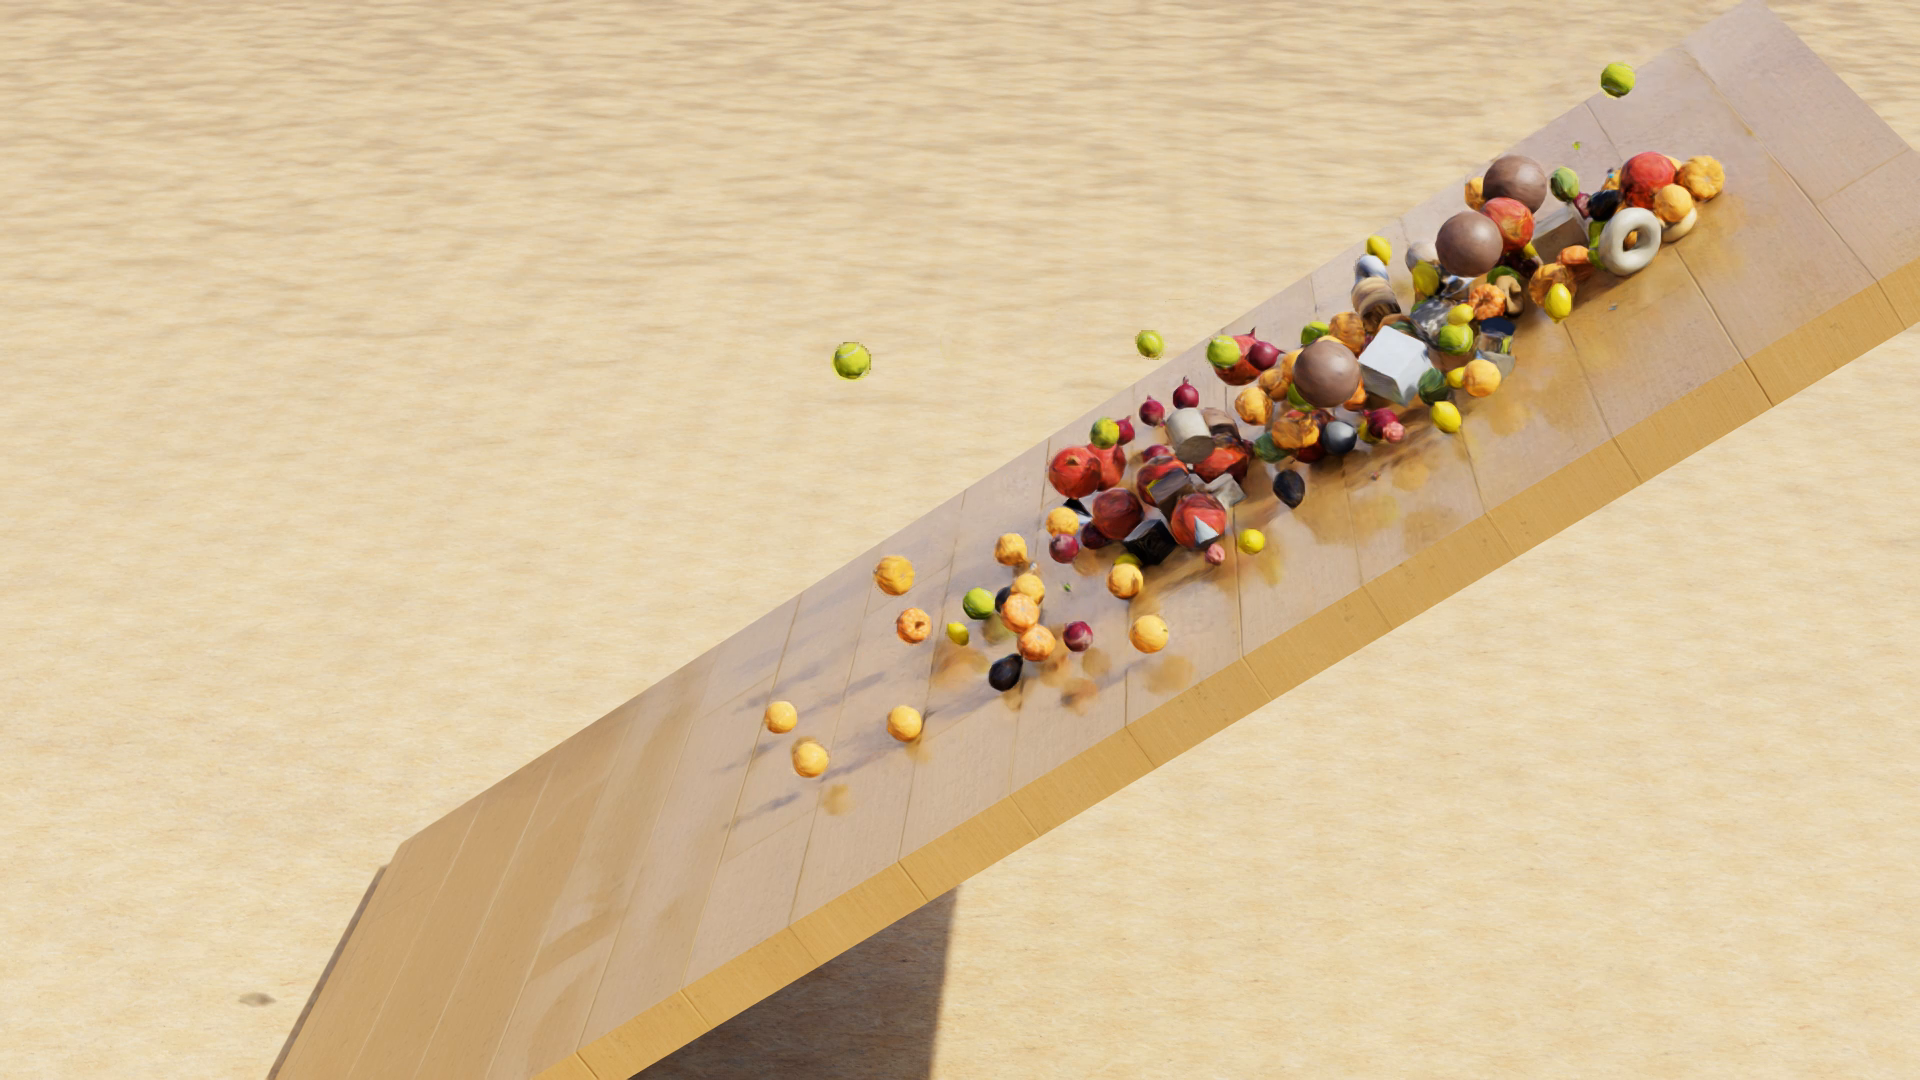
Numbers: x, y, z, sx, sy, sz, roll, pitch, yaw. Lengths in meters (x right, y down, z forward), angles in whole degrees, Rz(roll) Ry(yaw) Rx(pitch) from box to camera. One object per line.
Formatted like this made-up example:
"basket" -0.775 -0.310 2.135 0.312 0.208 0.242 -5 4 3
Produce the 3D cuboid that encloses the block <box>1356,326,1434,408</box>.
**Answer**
"block" 0.851 -0.340 5.754 0.096 0.096 0.096 29 72 34

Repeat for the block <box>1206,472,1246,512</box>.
"block" 0.538 -0.098 5.951 0.052 0.052 0.052 -36 15 1

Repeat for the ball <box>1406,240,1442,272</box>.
"ball" 1.011 -0.614 6.414 0.081 0.081 0.081 0 21 0

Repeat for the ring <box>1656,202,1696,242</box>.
"ring" 1.379 -0.613 5.682 0.095 0.032 0.095 -33 30 22

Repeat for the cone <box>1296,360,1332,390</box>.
"cone" 0.760 -0.345 6.222 0.067 0.067 0.067 12 24 43

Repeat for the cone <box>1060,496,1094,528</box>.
"cone" 0.270 -0.051 6.431 0.072 0.072 0.072 18 27 38

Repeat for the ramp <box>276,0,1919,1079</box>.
"ramp" 0.137 0.173 6.303 4.000 0.100 2.000 -32 16 15

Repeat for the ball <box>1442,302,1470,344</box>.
"ball" 0.983 -0.438 5.935 0.087 0.087 0.087 0 21 0

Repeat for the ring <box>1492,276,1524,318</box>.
"ring" 1.090 -0.484 5.843 0.030 0.089 0.089 -19 6 38

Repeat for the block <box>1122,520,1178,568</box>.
"block" 0.384 0.007 5.945 0.067 0.067 0.067 -43 17 -25

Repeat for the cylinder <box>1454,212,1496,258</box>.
"cylinder" 1.042 -0.618 5.956 0.077 0.077 0.077 8 -3 0

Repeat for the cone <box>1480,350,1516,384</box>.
"cone" 1.009 -0.342 5.587 0.065 0.065 0.065 -15 45 -33

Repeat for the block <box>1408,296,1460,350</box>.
"block" 0.943 -0.431 5.845 0.063 0.063 0.063 -36 41 -5

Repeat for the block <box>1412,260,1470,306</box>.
"block" 1.002 -0.537 6.132 0.080 0.080 0.080 -3 -7 -29

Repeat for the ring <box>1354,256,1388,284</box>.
"ring" 0.902 -0.567 6.441 0.039 0.116 0.116 -11 23 -18

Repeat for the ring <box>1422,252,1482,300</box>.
"ring" 1.000 -0.537 5.982 0.137 0.137 0.046 -17 70 -38

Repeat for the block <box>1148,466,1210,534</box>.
"block" 0.448 -0.082 6.019 0.081 0.081 0.081 -34 24 8

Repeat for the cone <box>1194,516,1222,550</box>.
"cone" 0.467 -0.021 5.687 0.059 0.059 0.059 -23 -13 -6

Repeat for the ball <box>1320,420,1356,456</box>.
"ball" 0.744 -0.200 5.778 0.070 0.070 0.070 0 21 0

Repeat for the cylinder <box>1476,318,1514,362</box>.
"cylinder" 1.022 -0.380 5.622 0.066 0.066 0.066 1 42 -1

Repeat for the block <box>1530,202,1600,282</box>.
"block" 1.211 -0.597 5.894 0.099 0.099 0.099 -30 16 21

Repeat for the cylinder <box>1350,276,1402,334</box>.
"cylinder" 0.878 -0.496 6.206 0.087 0.087 0.087 -4 45 -11

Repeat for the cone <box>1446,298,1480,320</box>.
"cone" 1.034 -0.464 6.010 0.069 0.069 0.069 -11 23 -16
